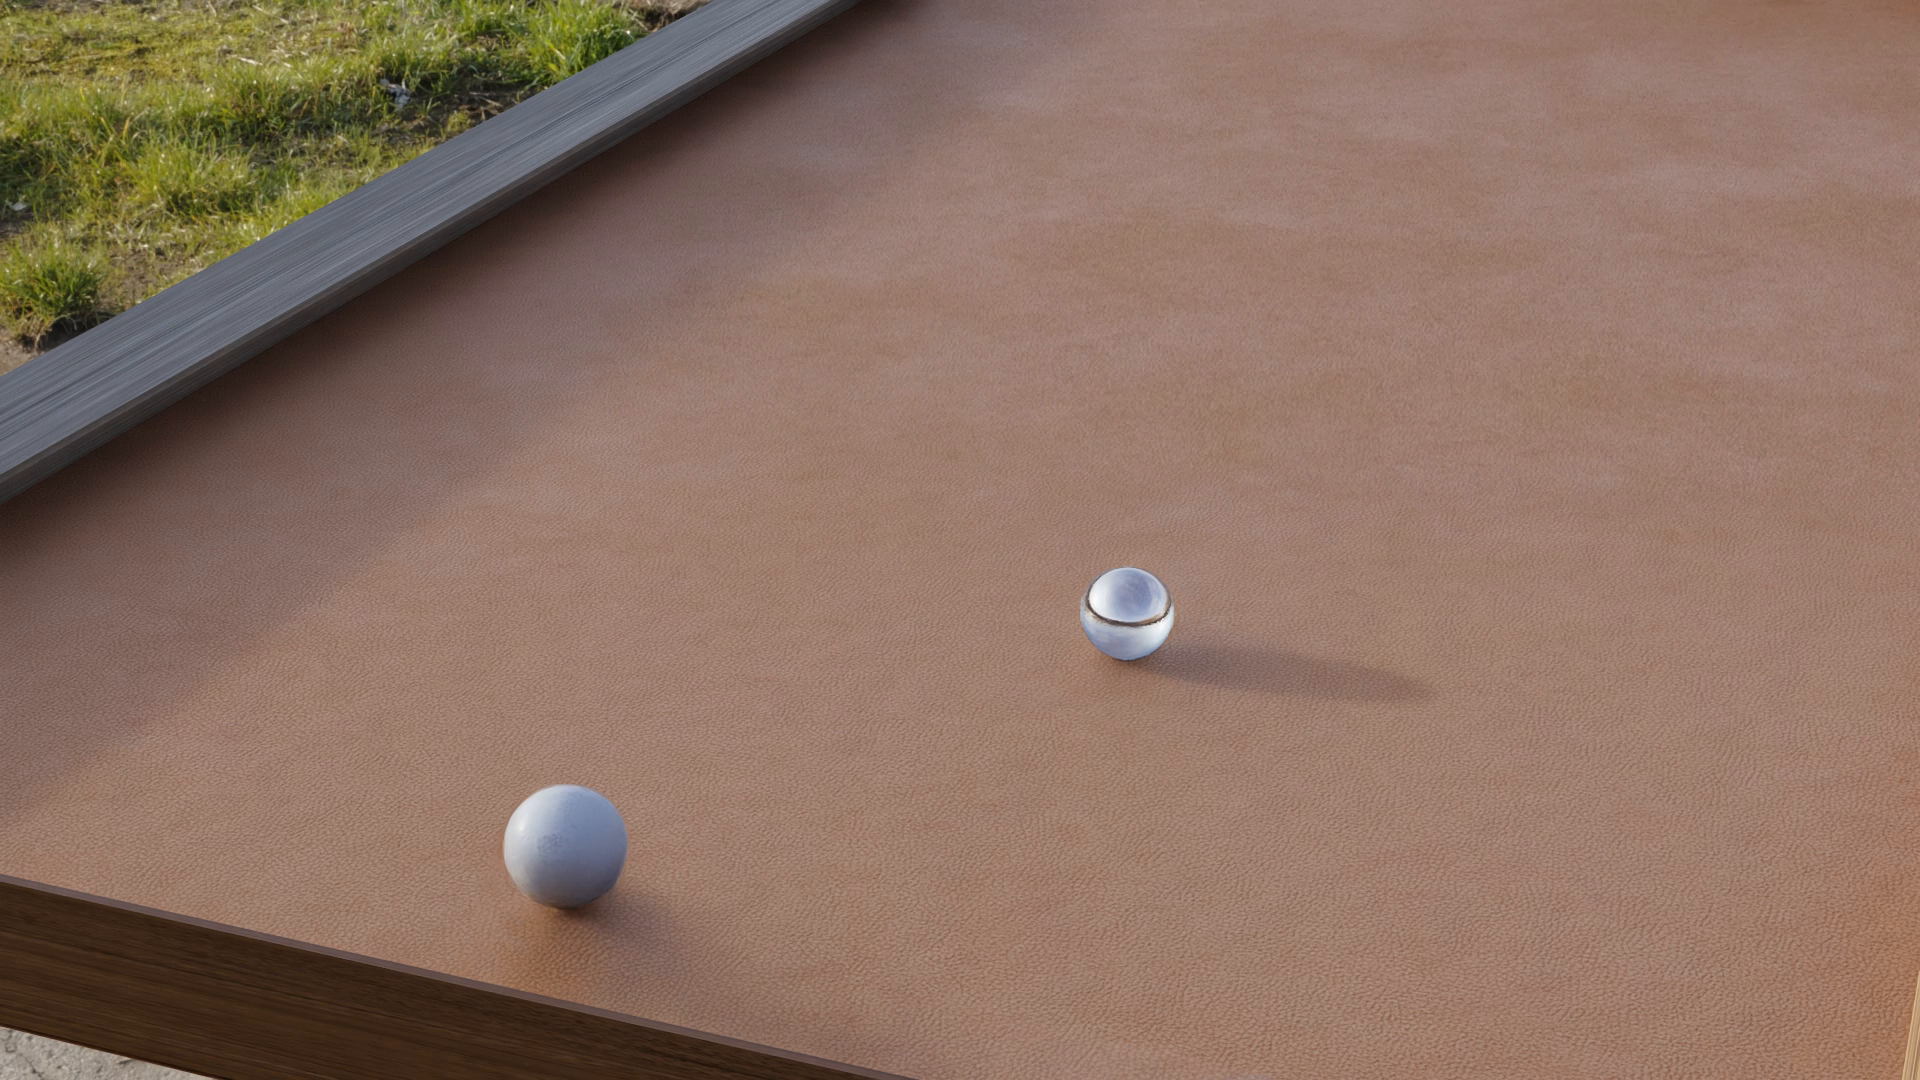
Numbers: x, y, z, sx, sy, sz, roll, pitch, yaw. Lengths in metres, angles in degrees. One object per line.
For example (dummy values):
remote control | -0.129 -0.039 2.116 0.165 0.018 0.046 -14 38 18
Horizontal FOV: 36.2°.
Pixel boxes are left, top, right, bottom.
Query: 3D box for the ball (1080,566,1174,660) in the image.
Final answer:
ball | 0.105 0.046 1.842 0.059 0.059 0.059 0 24 0

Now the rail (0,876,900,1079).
rail | -0.230 0.232 1.391 1.359 0.088 0.045 9 26 19

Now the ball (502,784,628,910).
ball | -0.211 0.164 1.571 0.066 0.066 0.066 0 24 0

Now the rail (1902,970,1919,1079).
rail | 0.850 -0.169 2.282 0.045 0.088 2.650 9 26 19

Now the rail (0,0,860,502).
rail | -0.373 -0.363 2.713 0.045 0.088 2.650 9 26 19
